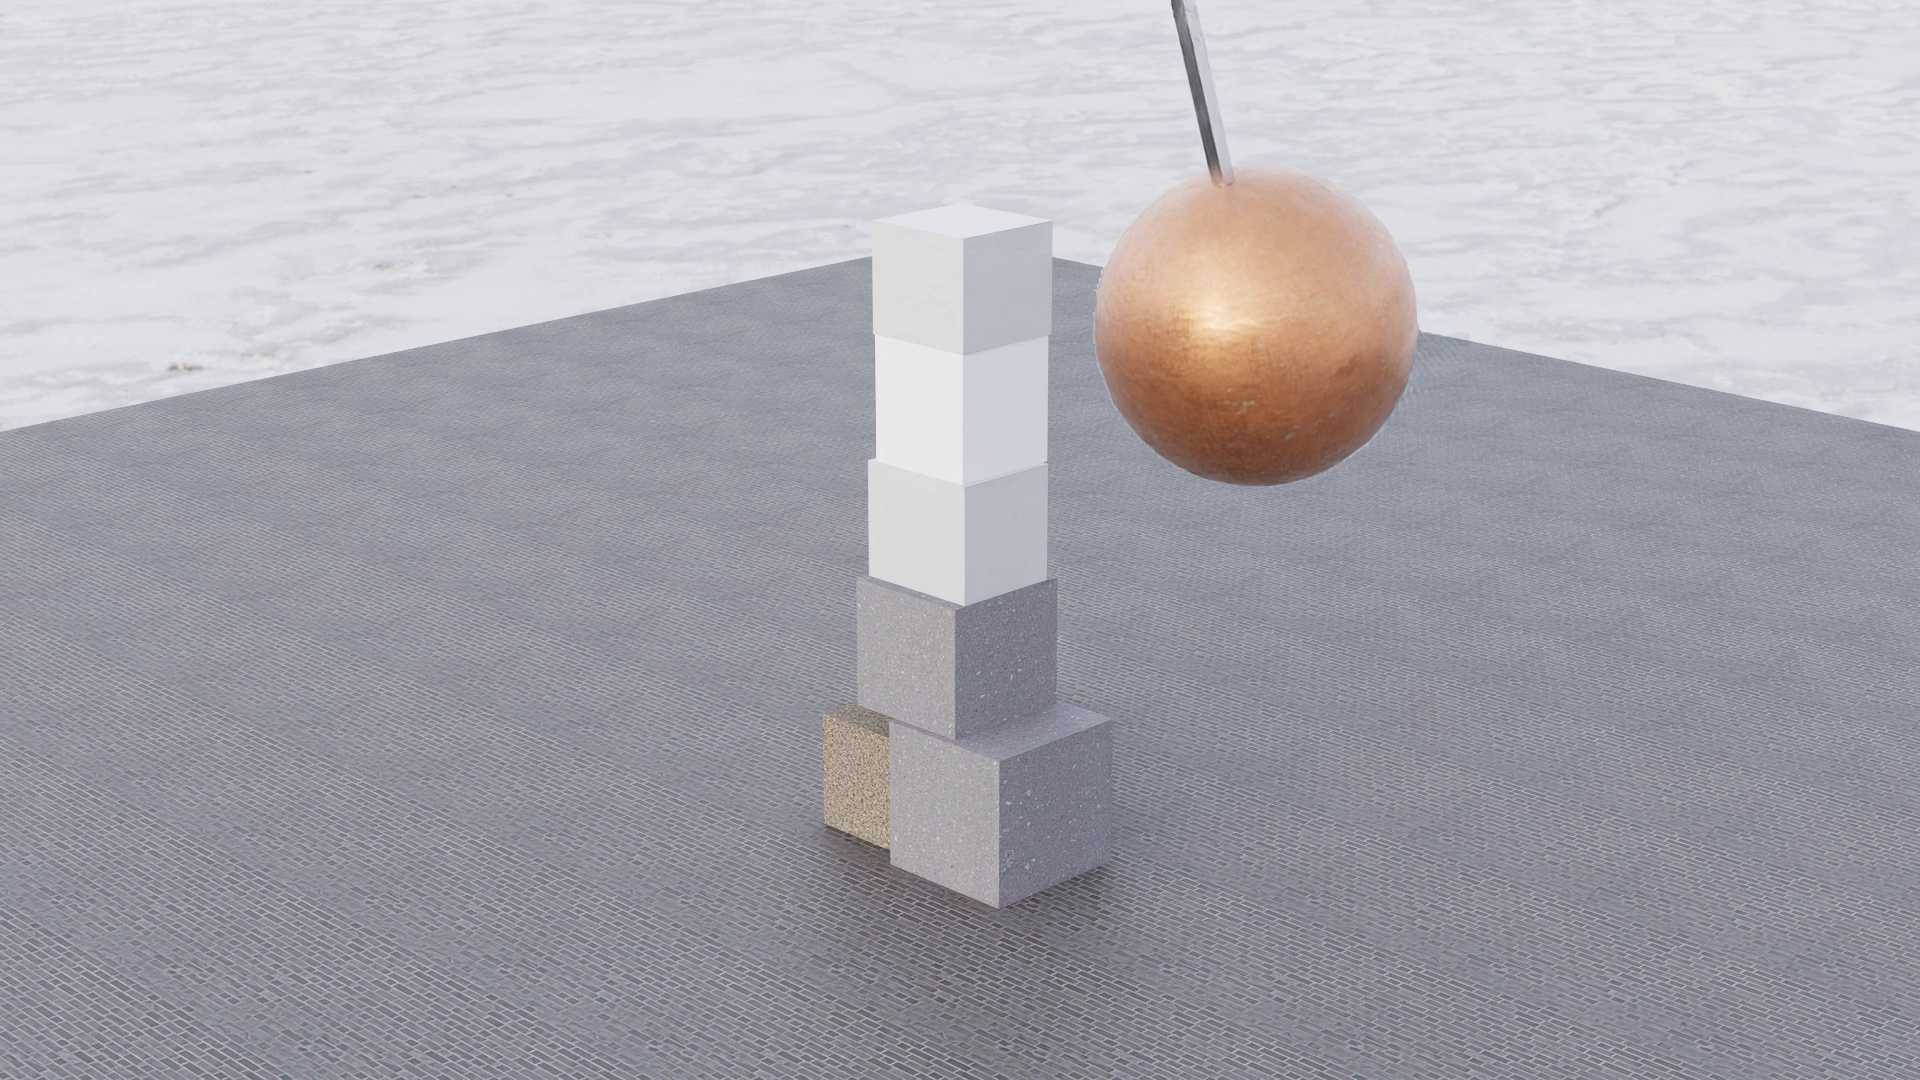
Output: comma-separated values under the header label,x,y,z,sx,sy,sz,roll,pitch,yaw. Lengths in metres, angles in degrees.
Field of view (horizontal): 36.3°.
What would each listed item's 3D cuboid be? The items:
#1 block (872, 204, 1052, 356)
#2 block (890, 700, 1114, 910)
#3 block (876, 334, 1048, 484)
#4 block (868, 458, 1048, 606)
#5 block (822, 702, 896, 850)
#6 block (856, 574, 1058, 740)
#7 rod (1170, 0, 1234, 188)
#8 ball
label,x,y,z,sx,sy,sz,roll,pitch,yaw
block,0.010,-1.163,12.987,0.556,0.514,0.568,-17,24,-42
block,0.189,1.158,13.480,0.745,0.708,0.701,-17,24,-42
block,0.008,-0.637,13.150,0.541,0.587,0.550,-17,24,-42
block,-0.010,-0.090,13.303,0.531,0.549,0.617,-17,24,-42
block,-0.242,1.085,13.956,0.591,0.562,0.562,-17,24,-42
block,-0.013,0.466,13.475,0.663,0.615,0.637,-17,24,-42
rod,0.636,-3.858,12.796,0.080,5.200,0.080,17,44,42
ball,1.467,-1.063,14.545,1.600,1.600,1.600,0,17,0
